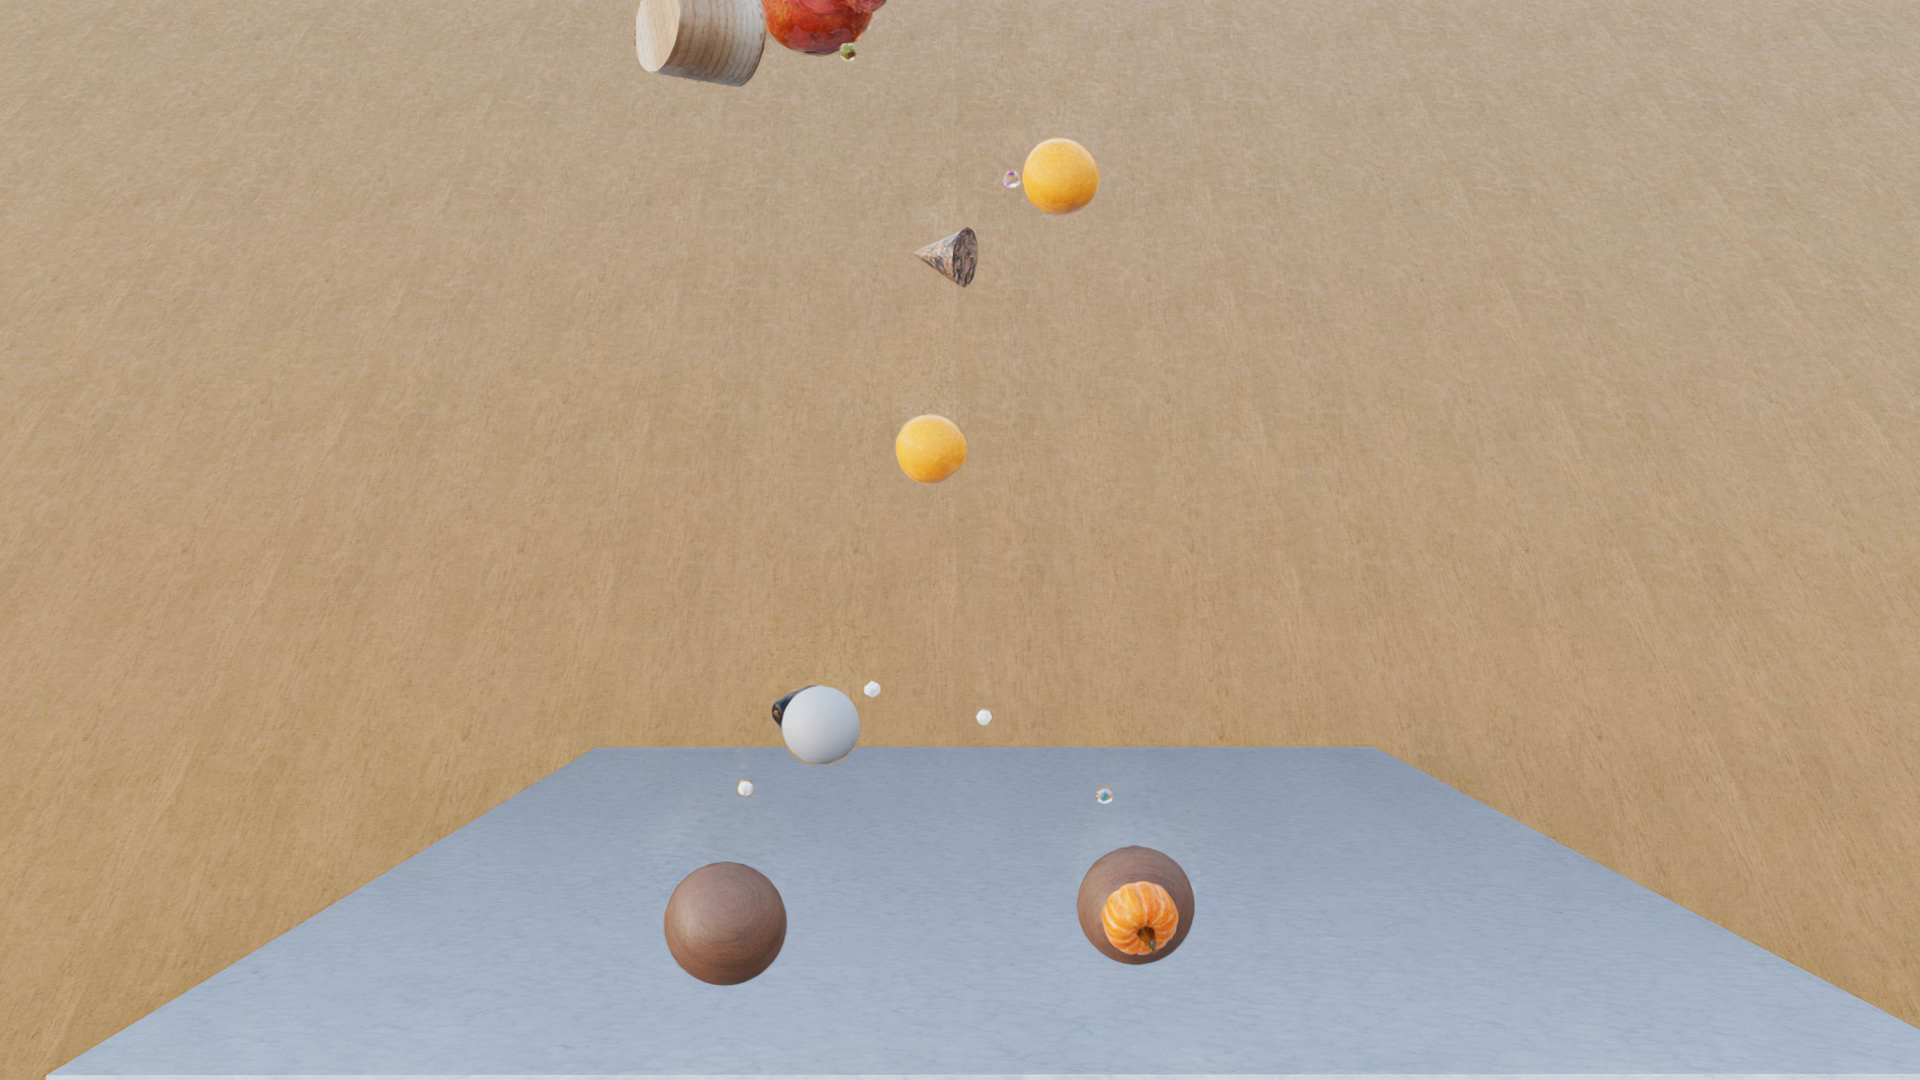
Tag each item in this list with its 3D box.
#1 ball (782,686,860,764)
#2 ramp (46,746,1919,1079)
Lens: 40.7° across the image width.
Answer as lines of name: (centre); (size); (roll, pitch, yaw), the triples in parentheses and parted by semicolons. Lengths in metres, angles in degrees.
ball: (-0.151, 0.201, 2.814); (0.085, 0.085, 0.085); (0, 29, 0)
ramp: (0.066, 0.589, 4.640); (2.000, 0.100, 4.000); (0, 0, 0)
